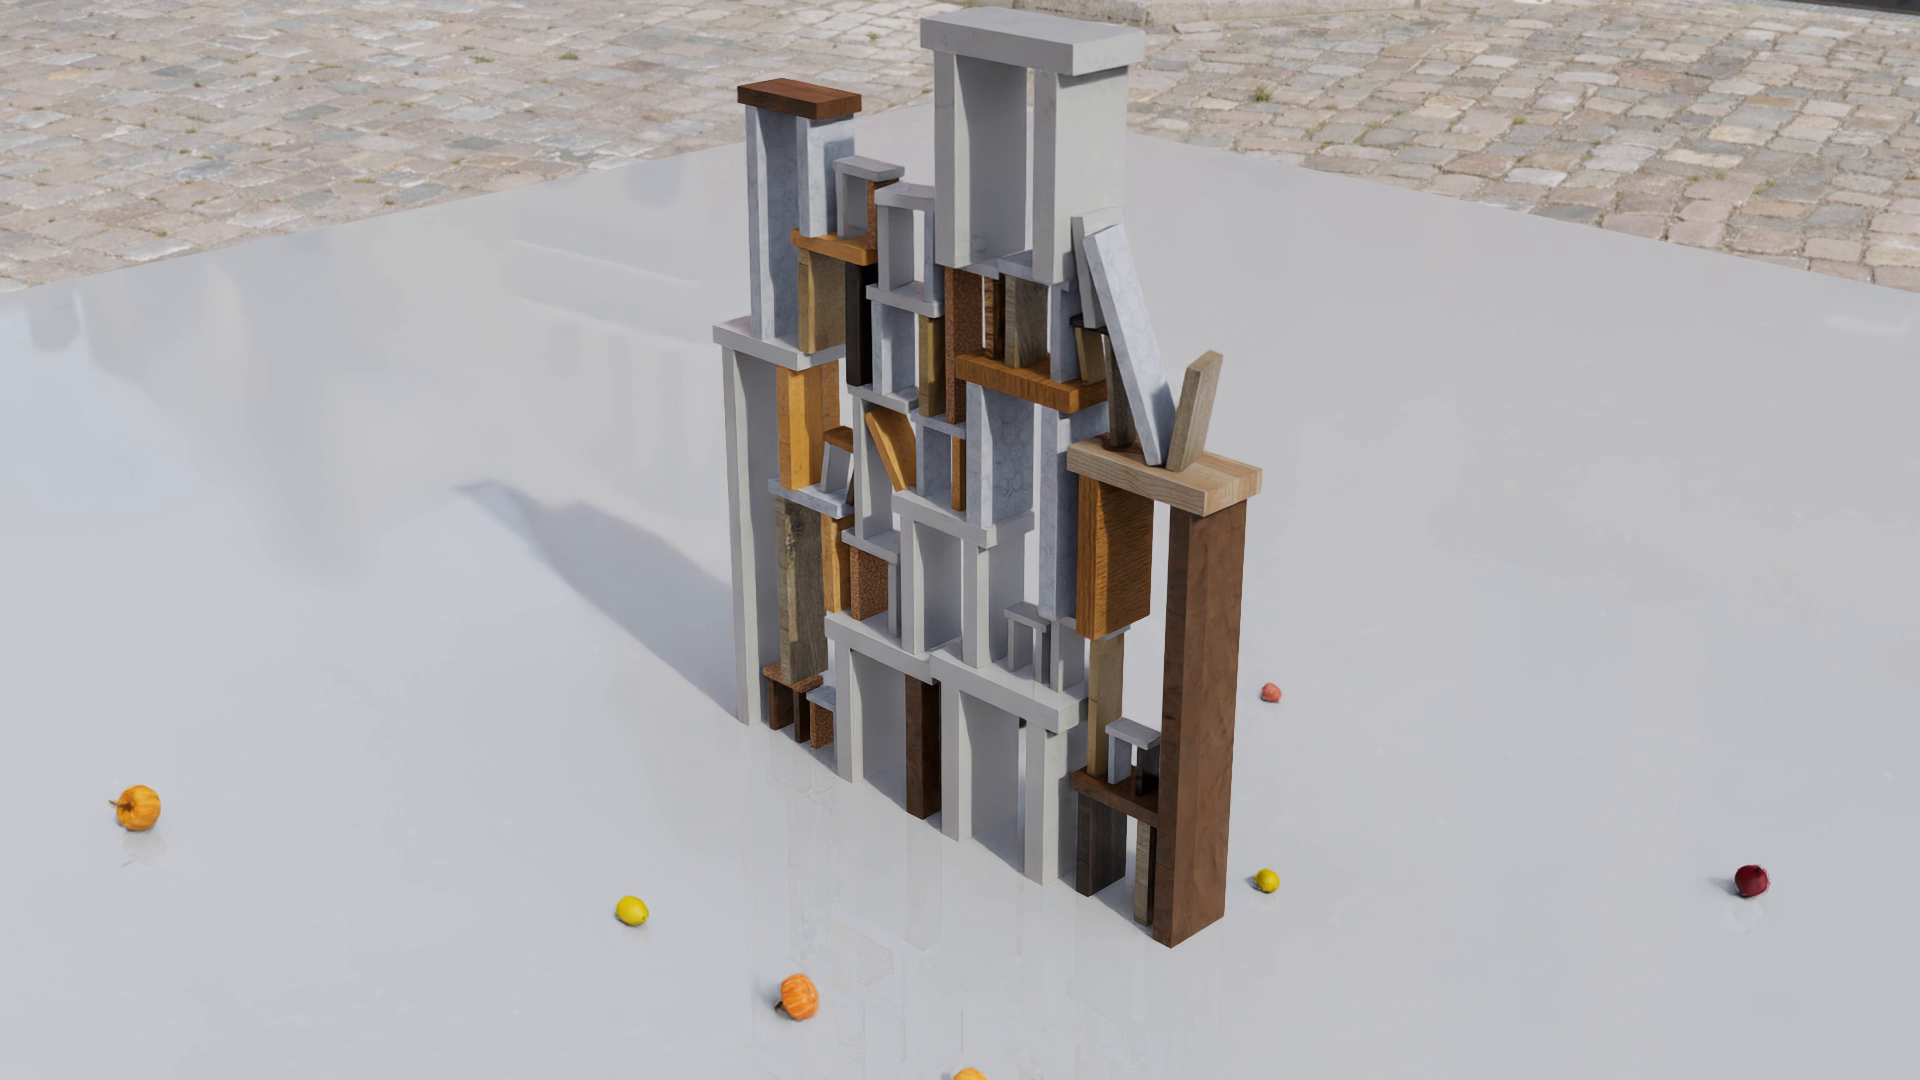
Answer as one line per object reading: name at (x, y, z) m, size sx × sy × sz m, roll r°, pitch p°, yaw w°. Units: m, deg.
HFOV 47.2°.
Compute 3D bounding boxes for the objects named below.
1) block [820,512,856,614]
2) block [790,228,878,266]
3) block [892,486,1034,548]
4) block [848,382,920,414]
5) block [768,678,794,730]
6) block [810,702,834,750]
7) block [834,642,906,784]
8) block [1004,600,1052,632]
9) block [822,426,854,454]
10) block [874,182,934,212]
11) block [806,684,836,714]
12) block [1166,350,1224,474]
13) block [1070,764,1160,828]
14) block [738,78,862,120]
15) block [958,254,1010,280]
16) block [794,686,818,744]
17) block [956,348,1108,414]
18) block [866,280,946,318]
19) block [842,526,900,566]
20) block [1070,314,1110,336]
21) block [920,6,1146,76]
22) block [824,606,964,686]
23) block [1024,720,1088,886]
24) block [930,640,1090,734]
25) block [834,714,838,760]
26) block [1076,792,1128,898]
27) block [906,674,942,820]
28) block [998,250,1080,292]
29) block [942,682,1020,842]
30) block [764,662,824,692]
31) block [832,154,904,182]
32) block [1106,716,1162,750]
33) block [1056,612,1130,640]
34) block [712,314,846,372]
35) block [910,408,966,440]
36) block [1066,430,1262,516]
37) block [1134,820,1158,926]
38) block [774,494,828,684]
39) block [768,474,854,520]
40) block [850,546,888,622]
block at (-0.231, 0.033, 4.496) m, size 0.030 × 0.212 × 0.106 m, roll 20°, pitch 30°, yaw 41°
block at (-0.216, -0.571, 4.222) m, size 0.106 × 0.030 × 0.211 m, roll -20°, pitch 30°, yaw -39°
block at (0.004, -0.054, 4.191) m, size 0.129 × 0.036 × 0.257 m, roll -21°, pitch 31°, yaw -40°
block at (-0.132, -0.283, 4.239) m, size 0.163 × 0.023 × 0.081 m, roll 22°, pitch 32°, yaw 40°
block at (-0.386, 0.347, 4.784) m, size 0.018 × 0.124 × 0.062 m, roll 21°, pitch 31°, yaw 41°
block at (-0.294, 0.387, 4.706) m, size 0.016 × 0.112 × 0.056 m, roll 21°, pitch 31°, yaw 41°
block at (-0.184, 0.334, 4.572) m, size 0.044 × 0.313 × 0.157 m, roll 21°, pitch 31°, yaw 41°
block at (0.141, 0.144, 4.134) m, size 0.054 × 0.015 × 0.108 m, roll -21°, pitch 31°, yaw -41°
block at (-0.214, -0.197, 4.378) m, size 0.115 × 0.016 × 0.058 m, roll 26°, pitch 34°, yaw 38°
block at (-0.062, -0.623, 4.009) m, size 0.171 × 0.024 × 0.085 m, roll 13°, pitch 26°, yaw 29°
block at (-0.268, 0.339, 4.657) m, size 0.112 × 0.016 × 0.056 m, roll 21°, pitch 31°, yaw 41°
block at (0.396, -0.217, 3.709) m, size 0.027 × 0.191 × 0.095 m, roll 22°, pitch 32°, yaw 22°
block at (0.321, 0.465, 4.073) m, size 0.216 × 0.031 × 0.108 m, roll 21°, pitch 31°, yaw 40°
block at (-0.307, -0.842, 4.195) m, size 0.229 × 0.032 × 0.114 m, roll 21°, pitch 31°, yaw 41°
block at (0.042, -0.502, 3.969) m, size 0.076 × 0.022 × 0.152 m, roll -21°, pitch 31°, yaw -40°
block at (-0.328, 0.370, 4.730) m, size 0.062 × 0.124 × 0.018 m, roll -21°, pitch 31°, yaw -41°
block at (0.140, -0.295, 3.949) m, size 0.278 × 0.039 × 0.139 m, roll 21°, pitch 31°, yaw 40°
block at (-0.080, -0.456, 4.116) m, size 0.182 × 0.026 × 0.091 m, roll 21°, pitch 31°, yaw 40°
block at (-0.150, 0.004, 4.381) m, size 0.083 × 0.023 × 0.166 m, roll -20°, pitch 30°, yaw -40°
block at (0.245, -0.374, 3.804) m, size 0.102 × 0.014 × 0.051 m, roll 21°, pitch 31°, yaw 40°
block at (0.120, -0.850, 3.731) m, size 0.178 × 0.050 × 0.356 m, roll -21°, pitch 31°, yaw -40°
block at (-0.110, 0.198, 4.434) m, size 0.313 × 0.044 × 0.157 m, roll 21°, pitch 31°, yaw 41°
block at (0.201, 0.475, 4.207) m, size 0.048 × 0.339 × 0.170 m, roll 21°, pitch 31°, yaw 41°
block at (0.121, 0.265, 4.205) m, size 0.339 × 0.048 × 0.170 m, roll 21°, pitch 31°, yaw 41°
block at (-0.242, 0.408, 4.657) m, size 0.016 × 0.112 × 0.056 m, roll 21°, pitch 31°, yaw 41°
block at (0.270, 0.559, 4.168) m, size 0.031 × 0.216 × 0.108 m, roll 21°, pitch 31°, yaw 40°
block at (-0.037, 0.392, 4.435) m, size 0.044 × 0.313 × 0.157 m, roll 21°, pitch 31°, yaw 40°
block at (0.157, -0.473, 3.851) m, size 0.085 × 0.024 × 0.170 m, roll -21°, pitch 31°, yaw -40°
block at (0.041, 0.413, 4.354) m, size 0.048 × 0.339 × 0.170 m, roll 21°, pitch 31°, yaw 41°
block at (-0.359, 0.292, 4.732) m, size 0.124 × 0.018 × 0.062 m, roll 21°, pitch 31°, yaw 41°
block at (-0.172, -0.696, 4.120) m, size 0.065 × 0.018 × 0.131 m, roll -20°, pitch 30°, yaw -39°
block at (0.320, 0.354, 4.022) m, size 0.100 × 0.014 × 0.050 m, roll 21°, pitch 31°, yaw 40°
block at (0.235, 0.144, 4.036) m, size 0.144 × 0.020 × 0.072 m, roll 21°, pitch 31°, yaw 41°
block at (-0.367, -0.404, 4.456) m, size 0.131 × 0.037 × 0.263 m, roll -21°, pitch 31°, yaw -41°
block at (-0.016, -0.225, 4.143) m, size 0.074 × 0.021 × 0.148 m, roll -21°, pitch 31°, yaw -40°
block at (0.350, -0.122, 3.792) m, size 0.154 × 0.044 × 0.308 m, roll -21°, pitch 31°, yaw -41°
block at (0.372, 0.598, 4.074) m, size 0.031 × 0.216 × 0.108 m, roll 21°, pitch 31°, yaw 40°
block at (-0.332, 0.092, 4.632) m, size 0.106 × 0.428 × 0.030 m, roll -21°, pitch 31°, yaw -40°
block at (-0.282, -0.099, 4.497) m, size 0.106 × 0.030 × 0.212 m, roll -21°, pitch 31°, yaw -40°
block at (-0.183, 0.074, 4.459) m, size 0.083 × 0.166 × 0.023 m, roll -21°, pitch 31°, yaw -41°
